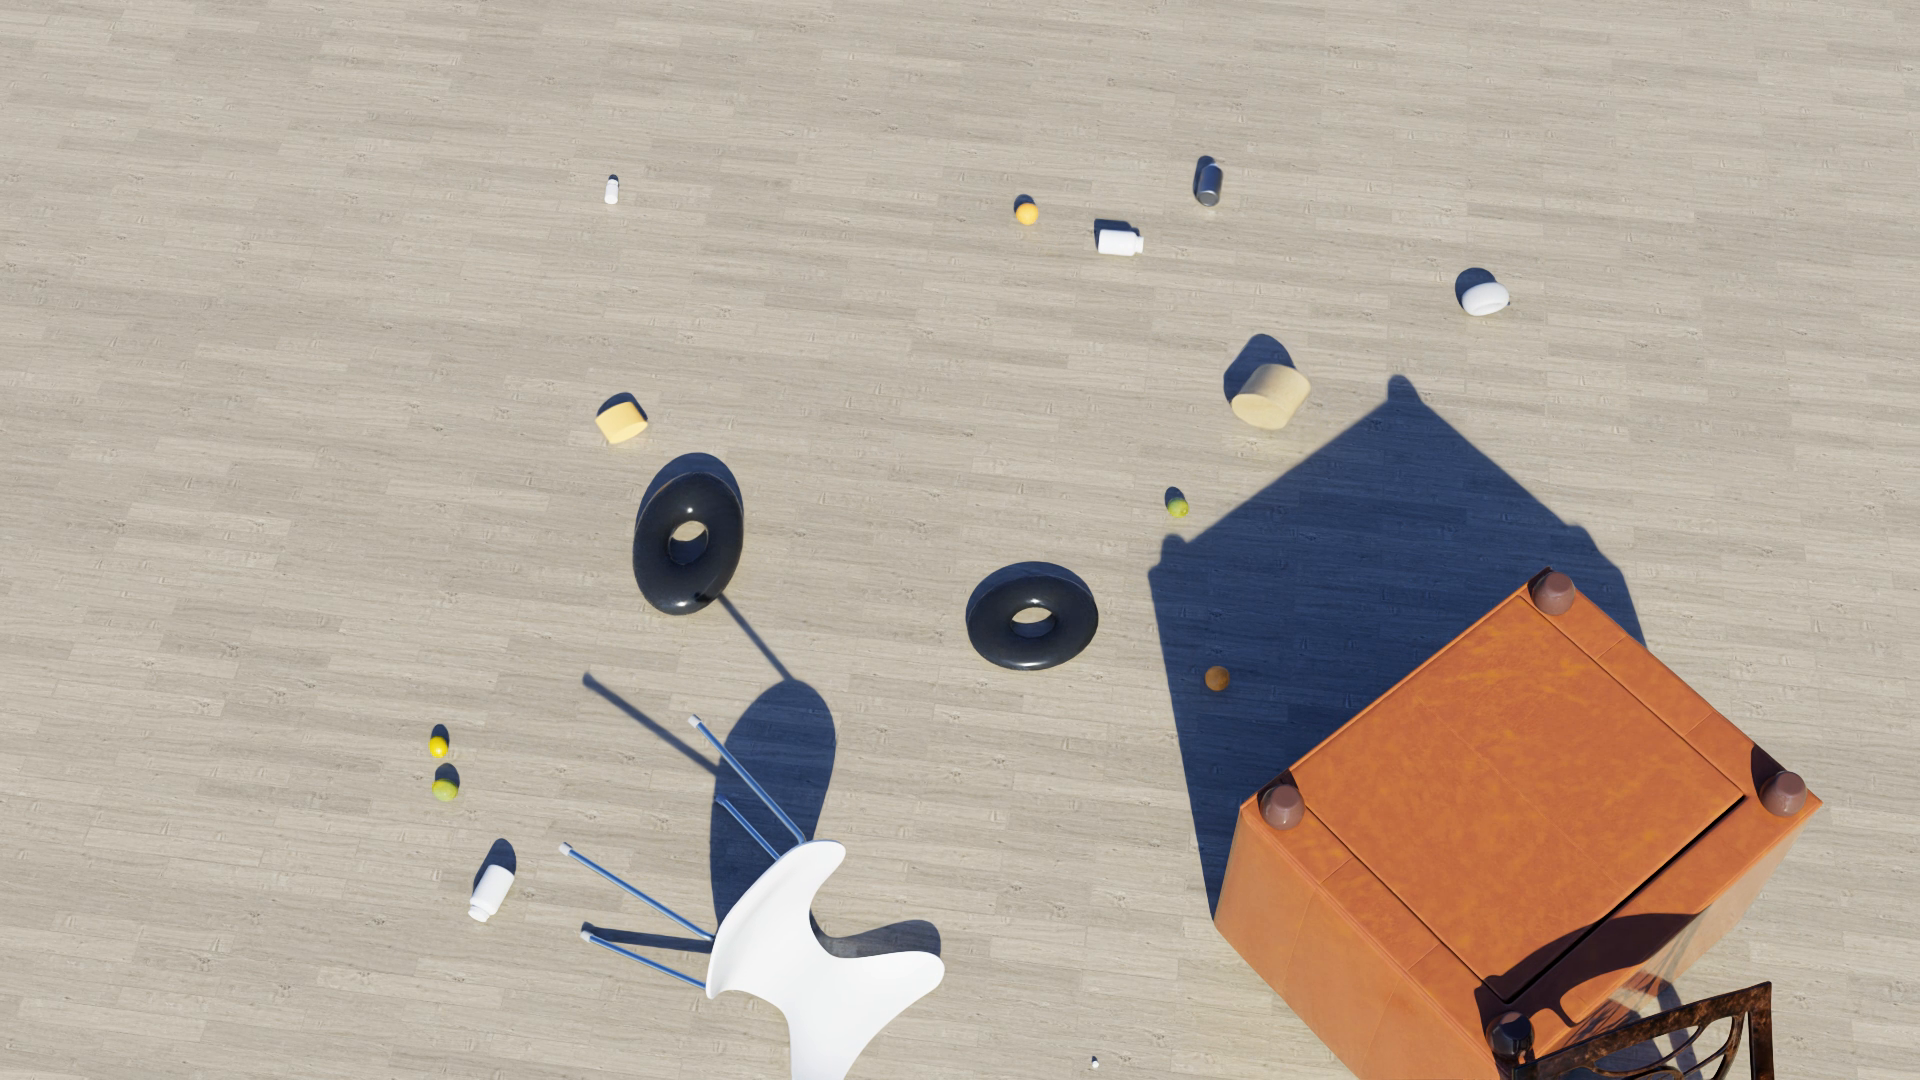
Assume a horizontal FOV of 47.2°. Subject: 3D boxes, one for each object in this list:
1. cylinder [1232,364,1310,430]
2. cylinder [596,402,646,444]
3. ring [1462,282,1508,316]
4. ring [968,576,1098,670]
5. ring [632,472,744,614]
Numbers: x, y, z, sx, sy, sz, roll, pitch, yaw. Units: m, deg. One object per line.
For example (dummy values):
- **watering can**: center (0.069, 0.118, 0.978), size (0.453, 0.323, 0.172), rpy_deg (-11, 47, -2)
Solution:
- **cylinder**: center (0.958, -0.443, 6.776), size (0.205, 0.143, 0.144), rpy_deg (11, 52, 42)
- **cylinder**: center (-1.044, -0.362, 6.782), size (0.130, 0.058, 0.092), rpy_deg (-28, 60, -18)
- **ring**: center (1.681, -0.772, 7.037), size (0.150, 0.094, 0.078), rpy_deg (-13, 64, 7)
- **ring**: center (0.212, 0.239, 6.375), size (0.389, 0.066, 0.314), rpy_deg (-14, 58, -10)
- **ring**: center (-0.803, 0.007, 6.505), size (0.324, 0.109, 0.506), rpy_deg (5, 56, 3)
